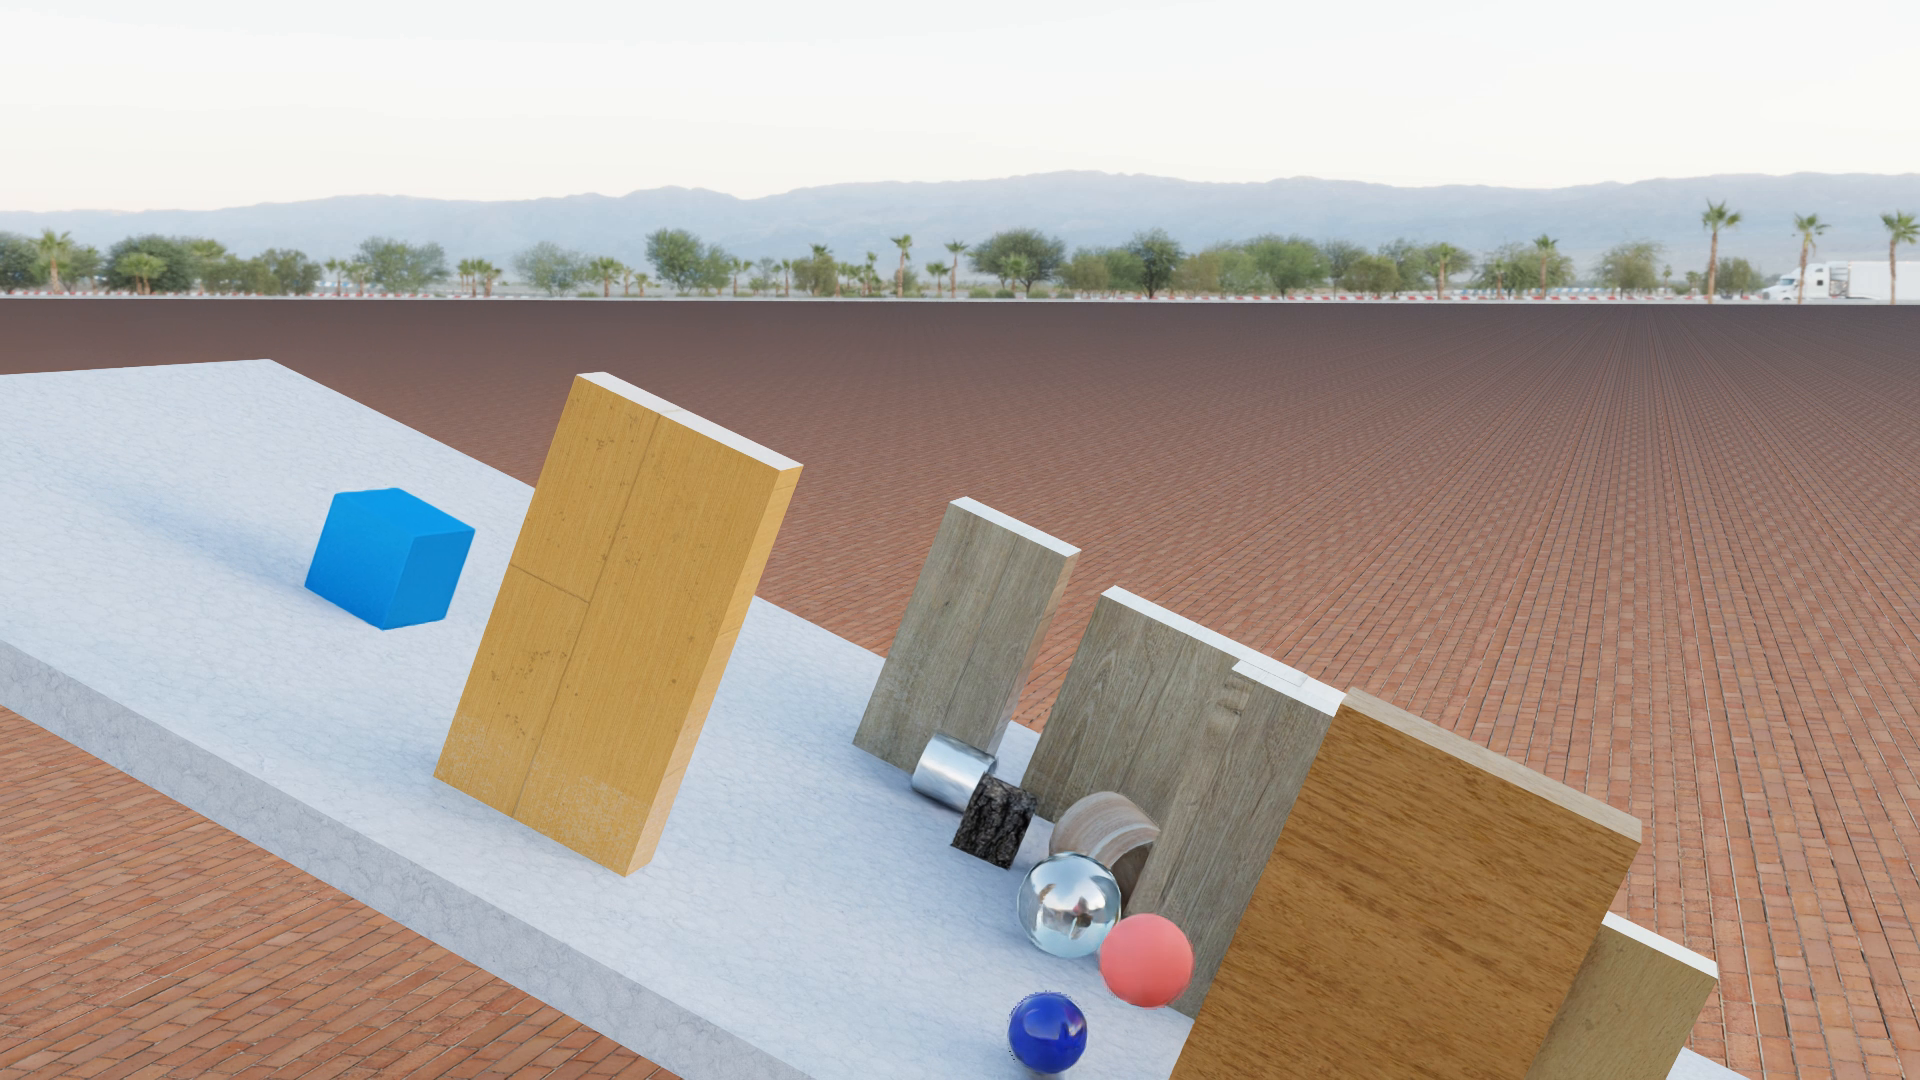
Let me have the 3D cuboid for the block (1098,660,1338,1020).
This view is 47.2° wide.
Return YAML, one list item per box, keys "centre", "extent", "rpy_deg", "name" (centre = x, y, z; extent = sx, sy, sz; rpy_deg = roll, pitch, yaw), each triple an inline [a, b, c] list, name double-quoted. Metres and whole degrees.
- centre: [0.522, 0.559, 3.840]
  extent: [0.346, 0.601, 0.094]
  rpy_deg: [25, 13, 13]
  name: "block"

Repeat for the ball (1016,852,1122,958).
- centre: [0.193, 0.644, 3.884]
  extent: [0.185, 0.185, 0.185]
  rpy_deg: [0, 7, 0]
  name: "ball"

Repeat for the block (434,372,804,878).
- centre: [-0.554, 0.135, 3.528]
  extent: [0.371, 0.715, 0.098]
  rpy_deg: [25, 13, 13]
  name: "block"

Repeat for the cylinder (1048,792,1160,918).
- centre: [0.301, 0.611, 4.171]
  extent: [0.197, 0.197, 0.197]
  rpy_deg: [-3, 24, -26]
  name: "cylinder"

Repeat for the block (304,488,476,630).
- centre: [-1.093, 0.034, 4.221]
  extent: [0.195, 0.195, 0.195]
  rpy_deg: [26, 14, 18]
  name: "block"

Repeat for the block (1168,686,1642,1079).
- centre: [0.578, 0.661, 3.084]
  extent: [0.429, 0.794, 0.130]
  rpy_deg: [25, 13, 13]
  name: "block"

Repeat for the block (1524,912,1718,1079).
- centre: [0.934, 0.852, 3.430]
  extent: [0.258, 0.556, 0.082]
  rpy_deg: [25, 13, 13]
  name: "block"

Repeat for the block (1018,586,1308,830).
- centre: [0.409, 0.411, 4.518]
  extent: [0.439, 0.484, 0.127]
  rpy_deg: [25, 13, 13]
  name: "block"

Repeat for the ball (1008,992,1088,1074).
- centre: [0.137, 0.768, 3.425]
  extent: [0.125, 0.125, 0.125]
  rpy_deg: [0, 7, 0]
  name: "ball"

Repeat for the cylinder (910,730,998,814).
- centre: [-0.011, 0.467, 4.396]
  extent: [0.129, 0.129, 0.129]
  rpy_deg: [25, 12, 11]
  name: "cylinder"

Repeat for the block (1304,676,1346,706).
- centre: [0.642, 0.484, 4.755]
  extent: [0.407, 0.418, 0.136]
  rpy_deg: [25, 13, 13]
  name: "block"

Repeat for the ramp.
- centre: [-0.299, 0.527, 4.190]
  extent: [4.000, 0.100, 2.000]
  rpy_deg: [25, 13, 13]
  name: "ramp"

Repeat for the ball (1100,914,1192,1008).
- centre: [0.290, 0.656, 3.430]
  extent: [0.144, 0.144, 0.144]
  rpy_deg: [0, 7, 0]
  name: "ball"

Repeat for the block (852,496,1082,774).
- centre: [0.012, 0.220, 4.490]
  extent: [0.265, 0.550, 0.116]
  rpy_deg: [25, 13, 13]
  name: "block"

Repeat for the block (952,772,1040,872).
- centre: [0.070, 0.542, 4.240]
  extent: [0.121, 0.121, 0.121]
  rpy_deg: [23, 13, 4]
  name: "block"
